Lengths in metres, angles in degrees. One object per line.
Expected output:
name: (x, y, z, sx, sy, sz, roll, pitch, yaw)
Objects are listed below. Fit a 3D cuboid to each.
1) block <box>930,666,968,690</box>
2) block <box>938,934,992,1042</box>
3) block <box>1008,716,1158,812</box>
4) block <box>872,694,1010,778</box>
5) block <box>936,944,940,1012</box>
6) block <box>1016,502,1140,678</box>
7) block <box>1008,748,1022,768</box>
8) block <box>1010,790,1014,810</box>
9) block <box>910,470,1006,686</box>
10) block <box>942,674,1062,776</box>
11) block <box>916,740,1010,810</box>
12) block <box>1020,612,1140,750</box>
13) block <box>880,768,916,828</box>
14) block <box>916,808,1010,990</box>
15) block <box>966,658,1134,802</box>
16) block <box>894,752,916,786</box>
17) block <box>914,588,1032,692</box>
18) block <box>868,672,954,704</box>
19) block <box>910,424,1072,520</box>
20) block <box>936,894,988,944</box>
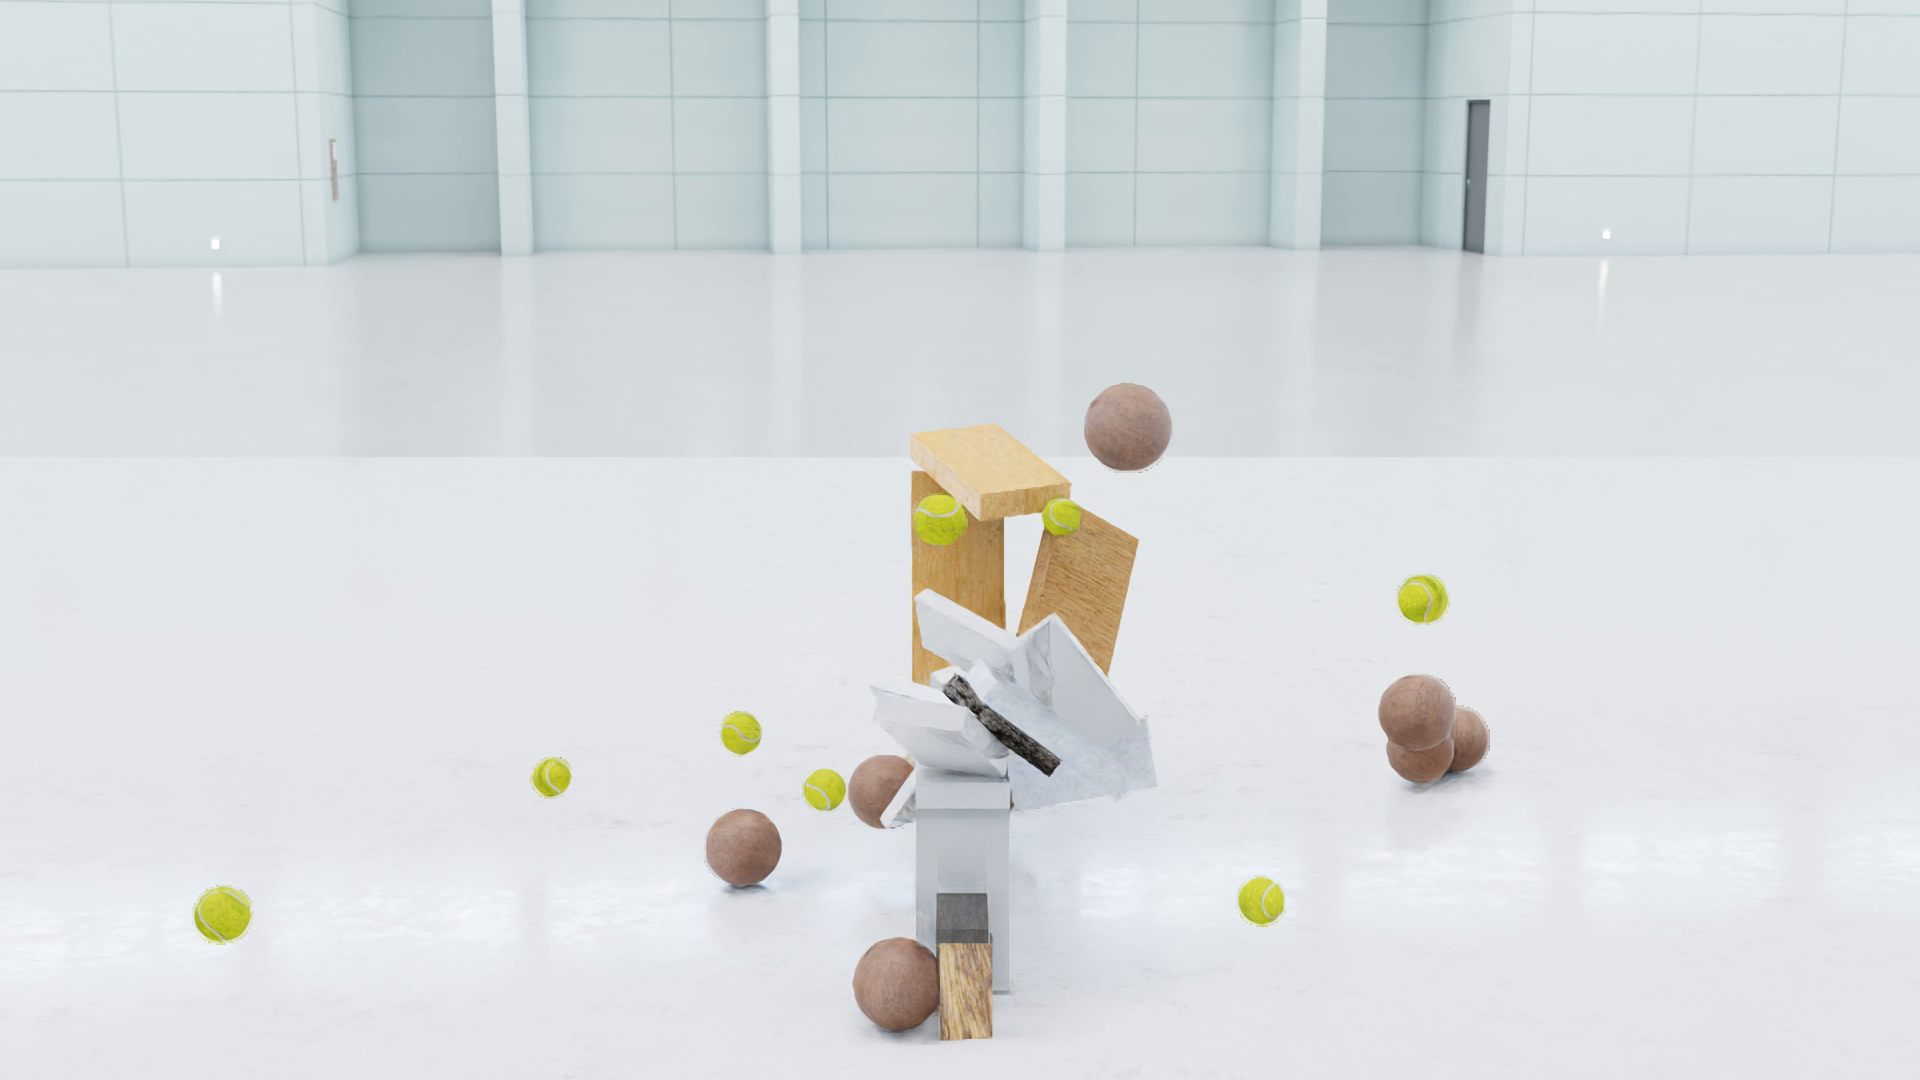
block: (0.001, 0.315, 3.658, 0.121, 0.241, 0.034, -16, 36, -32)
block: (0.008, 0.626, 3.076, 0.073, 0.146, 0.021, -1, 10, -7)
block: (0.209, 0.390, 3.831, 0.251, 0.121, 0.034, -10, -1, -1)
block: (-0.024, 0.282, 3.140, 0.130, 0.037, 0.259, 7, -18, 17)
block: (0.003, 0.608, 3.175, 0.073, 0.146, 0.021, 0, 11, 0)
block: (0.208, 0.120, 4.004, 0.176, 0.353, 0.050, 28, -30, -24)
block: (0.039, 0.344, 3.621, 0.203, 0.101, 0.029, -41, 22, 0)
block: (0.065, 0.413, 3.909, 0.117, 0.233, 0.033, 35, 18, 7)
block: (-0.004, 0.177, 4.193, 0.176, 0.619, 0.050, 0, 4, -3)
block: (0.061, 0.275, 3.301, 0.130, 0.037, 0.259, 37, -2, -15)
block: (0.004, 0.349, 3.344, 0.137, 0.039, 0.274, 0, 11, 0)
block: (0.186, 0.254, 3.752, 0.121, 0.241, 0.034, -36, 10, 14)
block: (-0.064, 0.402, 3.548, 0.075, 0.149, 0.021, -7, 48, -49)
block: (0.004, 0.526, 3.257, 0.137, 0.275, 0.039, 0, 0, 0)
block: (0.130, 0.275, 3.194, 0.259, 0.037, 0.130, 37, 3, -14)
block: (-0.051, 0.416, 3.861, 0.122, 0.061, 0.017, 14, -18, 31)
block: (0.019, 0.157, 3.320, 0.203, 0.101, 0.029, 28, 51, 37)
block: (-0.052, 0.280, 3.553, 0.202, 0.101, 0.029, 12, 48, 45)
block: (0.052, -0.130, 4.081, 0.176, 0.050, 0.353, -8, 23, -20)
block: (0.003, 0.535, 3.112, 0.073, 0.021, 0.146, 0, 10, 0)
